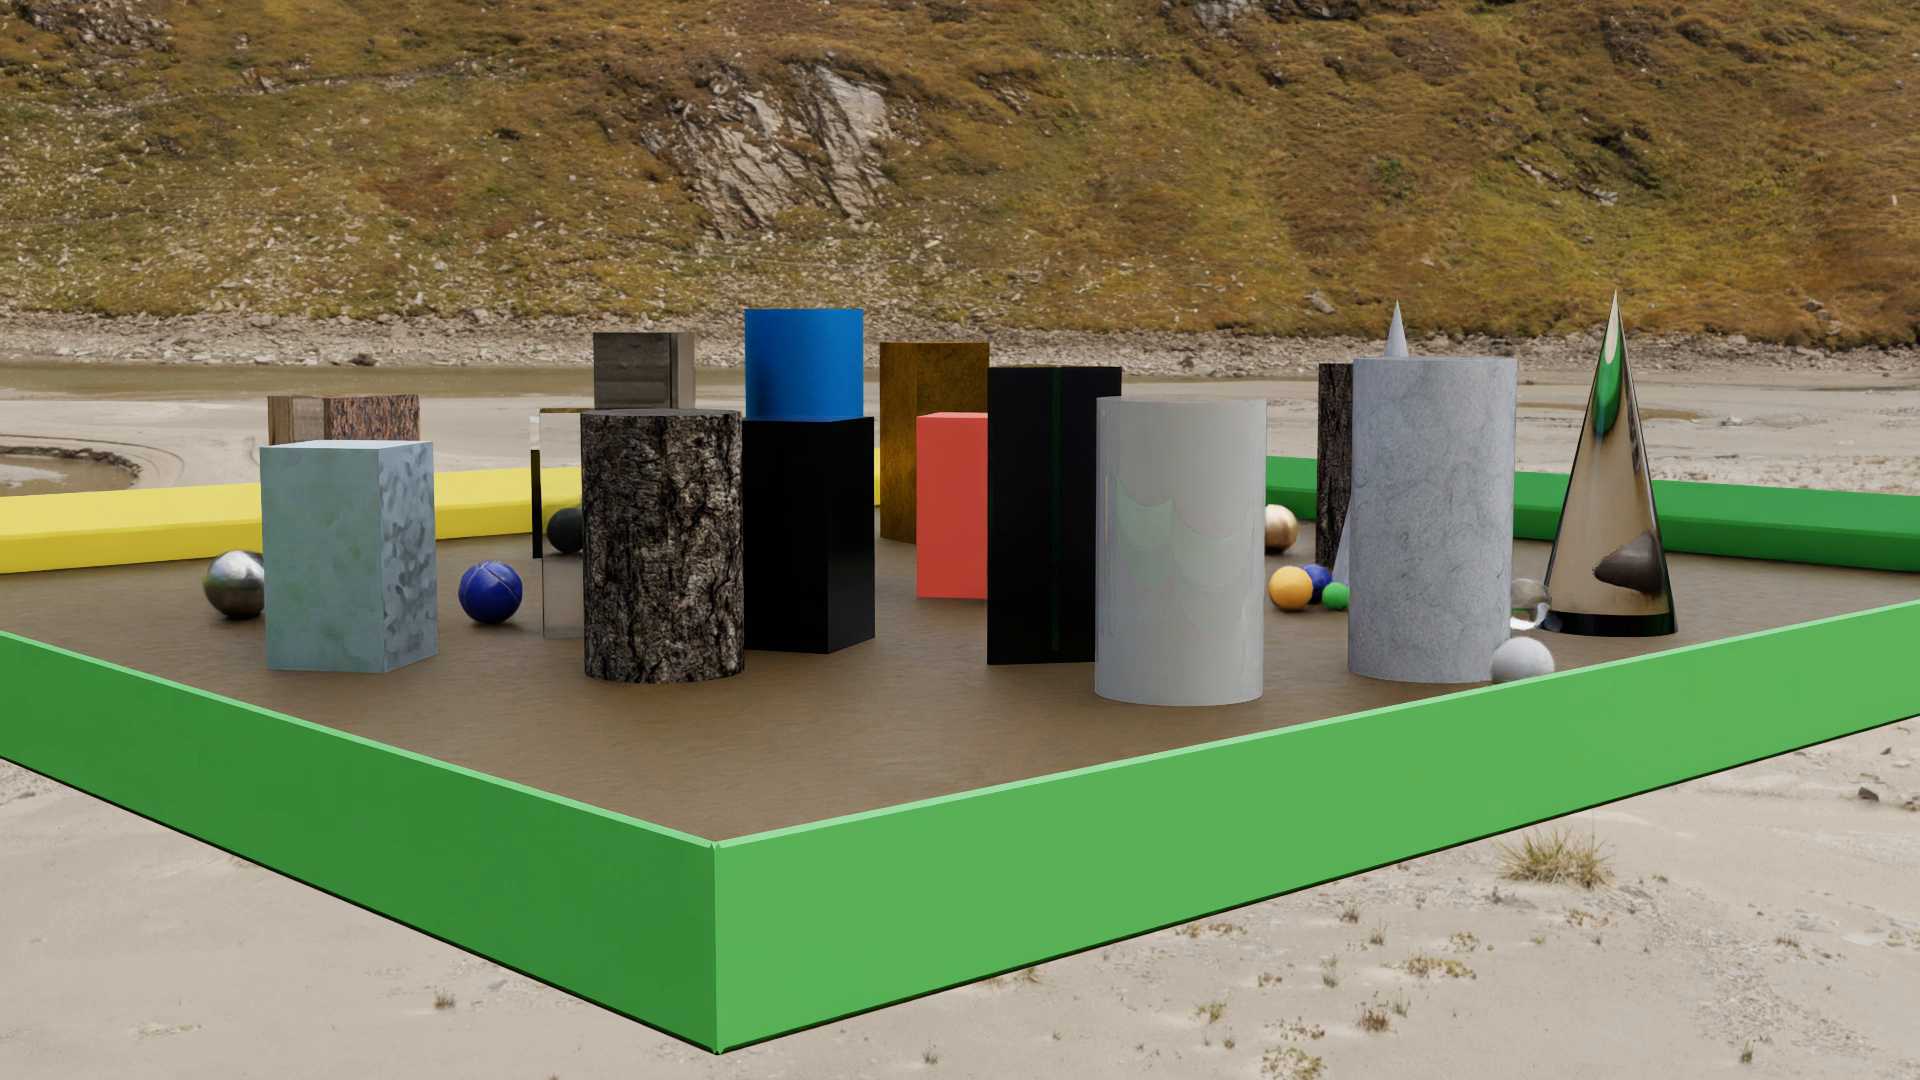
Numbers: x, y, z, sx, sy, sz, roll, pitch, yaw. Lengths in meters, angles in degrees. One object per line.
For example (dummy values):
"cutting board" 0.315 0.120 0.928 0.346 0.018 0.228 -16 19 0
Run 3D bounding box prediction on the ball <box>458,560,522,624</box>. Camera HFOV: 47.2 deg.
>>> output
"ball" -0.669 0.074 3.131 0.091 0.091 0.091 0 6 0

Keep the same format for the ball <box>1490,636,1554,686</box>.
"ball" 0.644 0.147 2.518 0.073 0.073 0.073 0 6 0

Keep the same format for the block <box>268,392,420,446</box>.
"block" -0.935 -0.063 3.356 0.157 0.316 0.157 3 7 29

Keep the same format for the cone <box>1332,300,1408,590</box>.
"cone" 0.662 -0.136 3.351 0.197 0.462 0.197 0 6 0

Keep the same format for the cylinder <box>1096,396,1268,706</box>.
"cylinder" 0.256 0.007 2.561 0.197 0.343 0.197 0 6 0

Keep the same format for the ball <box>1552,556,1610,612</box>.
"ball" 0.919 0.064 3.258 0.083 0.083 0.083 0 6 0

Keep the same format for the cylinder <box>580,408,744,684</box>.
"cylinder" -0.366 0.002 2.713 0.197 0.320 0.197 0 6 0

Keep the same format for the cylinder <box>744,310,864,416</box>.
"cylinder" -0.260 -0.162 3.683 0.197 0.446 0.197 0 6 0

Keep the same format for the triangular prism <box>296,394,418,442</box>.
"triangular prism" -0.821 -0.037 3.050 0.148 0.328 0.170 -3 7 -30

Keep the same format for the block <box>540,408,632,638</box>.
"block" -0.504 -0.028 3.070 0.157 0.306 0.157 -1 6 -10

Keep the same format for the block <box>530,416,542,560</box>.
"block" -0.660 -0.096 3.963 0.157 0.256 0.157 4 7 30

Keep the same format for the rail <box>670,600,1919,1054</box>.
"rail" 0.930 0.138 2.330 2.971 0.128 0.045 -5 8 -42

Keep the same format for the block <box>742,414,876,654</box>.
"block" -0.217 -0.012 2.939 0.157 0.301 0.157 2 6 20

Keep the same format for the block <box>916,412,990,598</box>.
"block" 0.026 -0.057 3.472 0.157 0.280 0.157 1 6 12

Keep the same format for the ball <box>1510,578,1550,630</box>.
"ball" 0.785 0.089 3.070 0.072 0.072 0.072 0 6 0

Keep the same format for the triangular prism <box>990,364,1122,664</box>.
"triangular prism" 0.104 -0.038 2.839 0.170 0.374 0.148 -1 6 -12

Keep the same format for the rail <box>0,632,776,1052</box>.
"rail" -1.074 0.136 2.346 0.045 0.128 2.790 -5 8 -42

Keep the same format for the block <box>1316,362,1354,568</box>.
"block" 0.729 -0.128 3.800 0.157 0.353 0.157 -3 7 -29

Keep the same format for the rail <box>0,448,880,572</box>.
"rail" -0.930 -0.071 4.334 2.971 0.128 0.045 -5 8 -42

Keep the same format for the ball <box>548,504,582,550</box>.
"ball" -0.726 -0.024 4.097 0.084 0.084 0.084 0 6 0

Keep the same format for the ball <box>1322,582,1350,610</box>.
"ball" 0.559 0.084 3.270 0.043 0.043 0.043 0 6 0

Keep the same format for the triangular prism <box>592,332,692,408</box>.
"triangular prism" -0.483 -0.135 3.598 0.170 0.409 0.148 4 7 32

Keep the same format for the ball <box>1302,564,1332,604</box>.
"ball" 0.538 0.066 3.354 0.059 0.059 0.059 0 6 0

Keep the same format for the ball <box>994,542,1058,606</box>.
"ball" 0.099 0.051 3.319 0.097 0.097 0.097 0 6 0

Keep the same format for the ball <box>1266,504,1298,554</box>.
"ball" 0.576 -0.020 4.034 0.090 0.090 0.090 0 6 0

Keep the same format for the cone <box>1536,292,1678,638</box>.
"cone" 0.910 -0.113 3.076 0.197 0.475 0.197 0 6 0

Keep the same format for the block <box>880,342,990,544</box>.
"block" -0.050 -0.192 4.272 0.157 0.382 0.157 -3 7 -28

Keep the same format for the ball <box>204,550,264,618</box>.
"ball" -1.045 0.064 3.192 0.098 0.098 0.098 0 6 0

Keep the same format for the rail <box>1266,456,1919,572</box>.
"rail" 1.074 -0.070 4.318 0.045 0.128 2.790 -5 8 -42

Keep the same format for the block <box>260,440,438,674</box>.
"block" -0.771 0.017 2.784 0.157 0.276 0.157 1 6 11

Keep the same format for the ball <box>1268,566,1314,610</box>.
"ball" 0.491 0.072 3.267 0.066 0.066 0.066 0 6 0

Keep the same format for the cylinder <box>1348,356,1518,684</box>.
"cylinder" 0.581 -0.031 2.712 0.197 0.386 0.197 0 6 0
